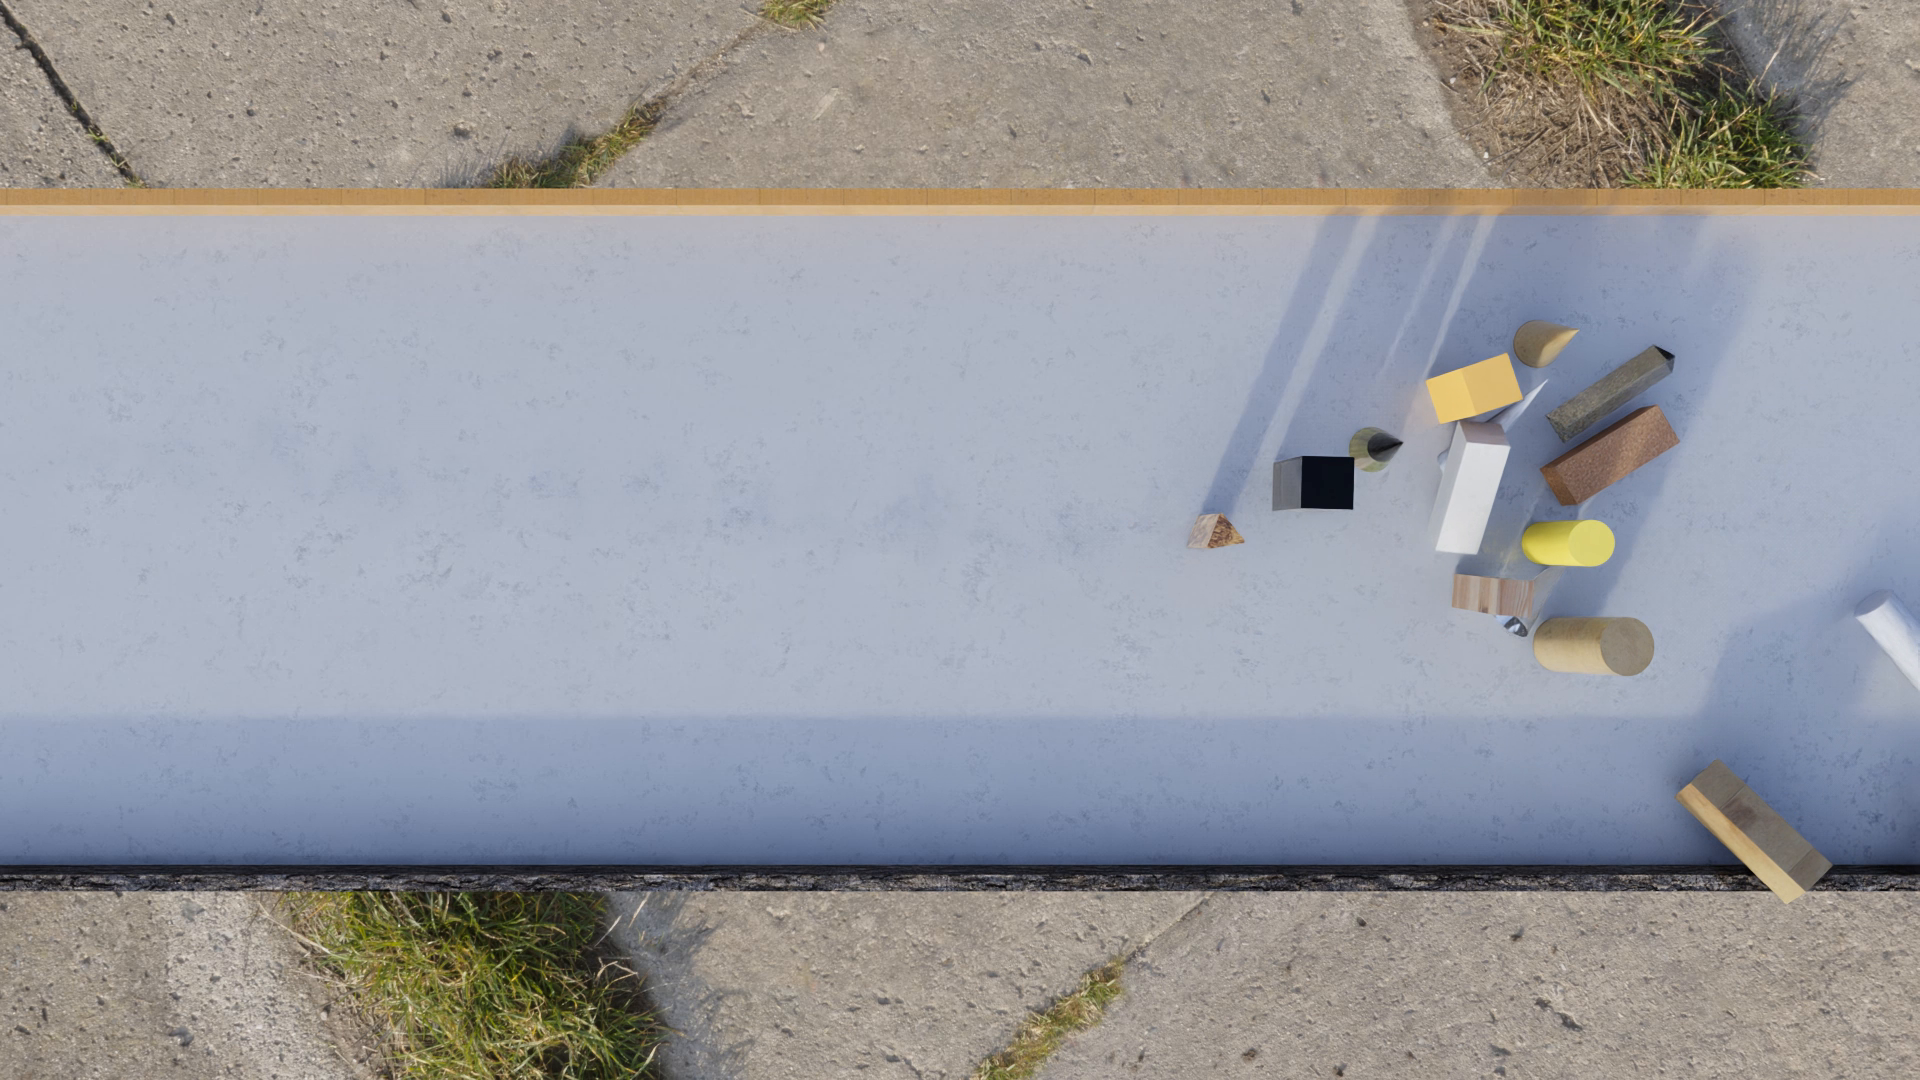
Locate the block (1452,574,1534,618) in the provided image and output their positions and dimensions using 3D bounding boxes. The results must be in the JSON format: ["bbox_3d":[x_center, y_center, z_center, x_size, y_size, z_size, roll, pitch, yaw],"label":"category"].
[{"bbox_3d":[1.576,0.162,4.892,0.103,0.363,0.103,4,91,-3],"label":"block"}]

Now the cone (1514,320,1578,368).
[{"bbox_3d":[1.777,-0.604,4.903,0.149,0.348,0.149,0,90,0],"label":"cone"}]

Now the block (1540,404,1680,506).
[{"bbox_3d":[1.972,-0.256,5.010,0.361,0.132,0.132,-31,90,0],"label":"block"}]

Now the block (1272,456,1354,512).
[{"bbox_3d":[1.037,-0.162,4.864,0.148,0.425,0.148,1,90,0],"label":"block"}]

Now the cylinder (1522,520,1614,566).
[{"bbox_3d":[1.795,0.009,4.881,0.133,0.390,0.133,0,90,0],"label":"cylinder"}]

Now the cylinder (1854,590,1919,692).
[{"bbox_3d":[2.899,0.339,5.015,0.123,0.123,0.386,-40,90,0],"label":"cylinder"}]

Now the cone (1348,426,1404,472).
[{"bbox_3d":[1.267,-0.278,4.891,0.140,0.371,0.140,0,90,0],"label":"cone"}]

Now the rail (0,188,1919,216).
[{"bbox_3d":[-2.247,-1.025,5.002,12.000,0.150,0.050,0,90,0],"label":"rail"}]

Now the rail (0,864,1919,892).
[{"bbox_3d":[-2.247,1.025,5.001,12.000,0.150,0.050,0,90,0],"label":"rail"}]

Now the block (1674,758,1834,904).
[{"bbox_3d":[2.364,0.867,4.925,0.127,0.127,0.426,-36,68,-17],"label":"block"}]

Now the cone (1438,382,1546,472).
[{"bbox_3d":[1.603,-0.341,4.895,0.126,0.126,0.415,38,130,0],"label":"cone"}]

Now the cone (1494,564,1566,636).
[{"bbox_3d":[1.788,0.132,5.045,0.128,0.128,0.336,45,79,0],"label":"cone"}]

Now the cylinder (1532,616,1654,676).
[{"bbox_3d":[1.868,0.312,4.877,0.169,0.374,0.169,0,87,-10],"label":"cylinder"}]

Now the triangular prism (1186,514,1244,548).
[{"bbox_3d":[0.742,-0.031,4.858,0.105,0.436,0.091,-9,90,0],"label":"triangular prism"}]

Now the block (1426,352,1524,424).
[{"bbox_3d":[1.522,-0.447,4.898,0.141,0.357,0.141,-19,90,0],"label":"block"}]

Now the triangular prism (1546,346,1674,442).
[{"bbox_3d":[1.995,-0.449,5.030,0.398,0.088,0.102,-33,90,0],"label":"triangular prism"}]

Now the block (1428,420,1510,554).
[{"bbox_3d":[1.514,-0.155,4.915,0.126,0.126,0.384,5,125,0],"label":"block"}]
